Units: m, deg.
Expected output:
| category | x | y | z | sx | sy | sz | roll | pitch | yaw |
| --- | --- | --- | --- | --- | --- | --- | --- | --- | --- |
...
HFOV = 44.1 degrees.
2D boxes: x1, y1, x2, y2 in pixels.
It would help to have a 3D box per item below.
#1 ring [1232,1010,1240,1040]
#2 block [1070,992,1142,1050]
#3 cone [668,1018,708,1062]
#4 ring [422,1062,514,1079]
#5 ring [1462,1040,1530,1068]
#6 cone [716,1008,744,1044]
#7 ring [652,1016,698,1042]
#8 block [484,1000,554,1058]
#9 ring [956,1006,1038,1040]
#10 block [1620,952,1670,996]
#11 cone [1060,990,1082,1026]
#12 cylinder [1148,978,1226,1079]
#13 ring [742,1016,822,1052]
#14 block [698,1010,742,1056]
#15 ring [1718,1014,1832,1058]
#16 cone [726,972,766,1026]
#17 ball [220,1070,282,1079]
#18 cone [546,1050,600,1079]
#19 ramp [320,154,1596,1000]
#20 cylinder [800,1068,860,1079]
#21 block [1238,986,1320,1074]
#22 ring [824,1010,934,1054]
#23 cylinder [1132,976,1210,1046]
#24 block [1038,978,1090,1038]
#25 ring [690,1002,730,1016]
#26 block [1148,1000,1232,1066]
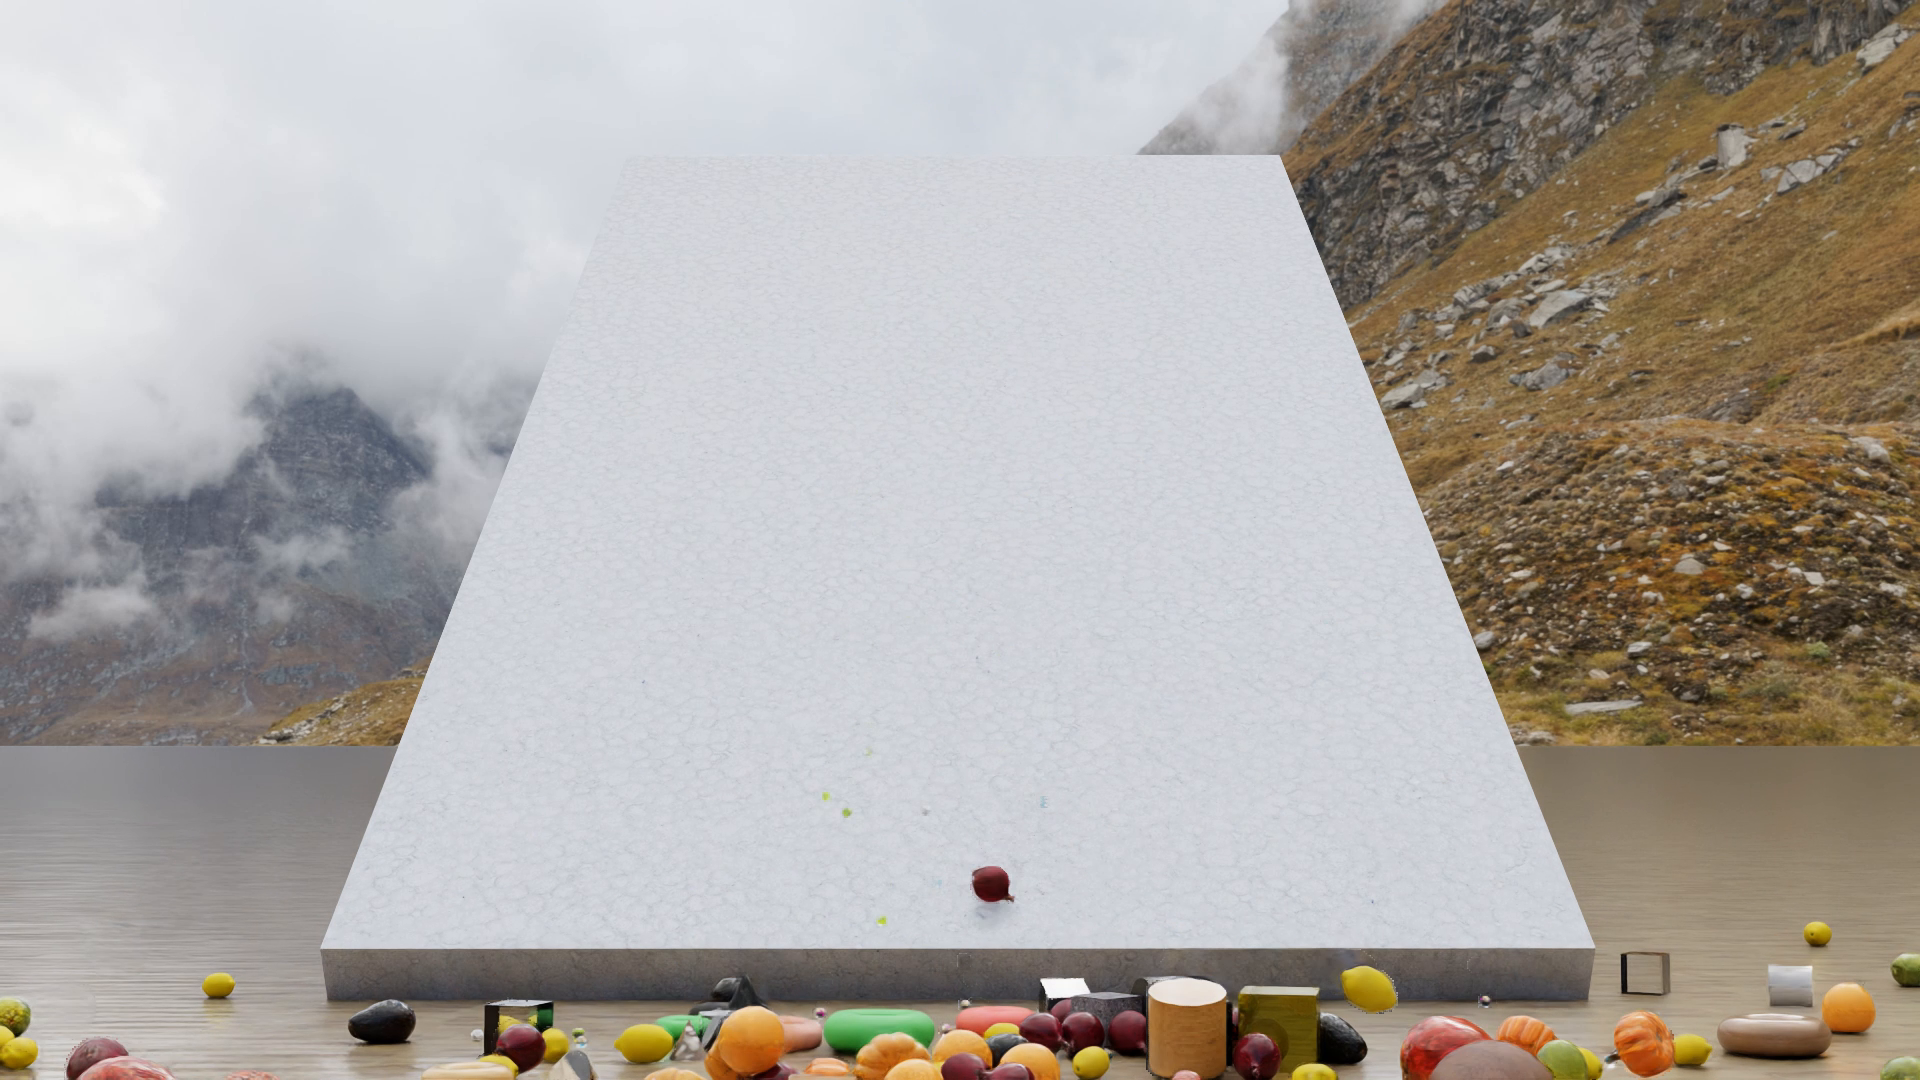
| category | x | y | z | sx | sy | sz | roll | pitch | yaw |
| --- | --- | --- | --- | --- | --- | --- | --- | --- | --- |
| ring | 0.372 | 0.675 | 3.302 | 0.093 | 0.031 | 0.093 | -1 | -3 | 0 |
| block | 0.197 | 0.648 | 3.196 | 0.067 | 0.067 | 0.067 | 4 | -6 | -40 |
| cone | -0.351 | 0.645 | 3.071 | 0.052 | 0.052 | 0.052 | 0 | -5 | 0 |
| ring | -0.570 | 0.626 | 2.741 | 0.108 | 0.036 | 0.108 | -1 | -6 | 0 |
| ring | 0.679 | 0.652 | 3.006 | 0.087 | 0.029 | 0.087 | 0 | -6 | 0 |
| cone | -0.313 | 0.670 | 3.209 | 0.056 | 0.056 | 0.056 | 28 | -11 | -11 |
| ring | -0.380 | 0.674 | 3.269 | 0.087 | 0.029 | 0.087 | 1 | -4 | 0 |
| block | -0.581 | 0.643 | 3.125 | 0.065 | 0.065 | 0.065 | -2 | -5 | 20 |
| ring | 0.051 | 0.672 | 3.302 | 0.114 | 0.038 | 0.114 | -1 | -6 | 0 |
| block | 1.117 | 0.706 | 3.866 | 0.064 | 0.064 | 0.064 | -3 | -6 | 30 |
| cone | 0.158 | 0.690 | 3.435 | 0.054 | 0.054 | 0.054 | -4 | 20 | 41 |
| cylinder | 0.279 | 0.599 | 2.908 | 0.095 | 0.095 | 0.095 | -1 | 9 | 0 |
| ring | -0.239 | 0.661 | 3.176 | 0.112 | 0.037 | 0.112 | 4 | -3 | 0 |
| block | -0.317 | 0.650 | 3.130 | 0.052 | 0.052 | 0.052 | 1 | -5 | -12 |
| ring | 1.071 | 0.652 | 3.121 | 0.144 | 0.048 | 0.144 | -1 | -6 | 0 |
| cone | -0.296 | 0.641 | 3.265 | 0.092 | 0.092 | 0.092 | 0 | -5 | 0 |
| ball | -0.676 | 0.553 | 2.251 | 0.098 | 0.098 | 0.098 | 0 | -5 | 0 |
| cone | -0.415 | 0.620 | 2.659 | 0.072 | 0.072 | 0.072 | -5 | -33 | 43 |
| ramp | -0.011 | -0.226 | 5.523 | 2.000 | 0.100 | 4.000 | 0 | 27 | 0 |
| cylinder | -0.139 | 0.581 | 2.420 | 0.070 | 0.070 | 0.070 | -14 | -8 | 12 |
| block | 0.404 | 0.616 | 2.990 | 0.096 | 0.096 | 0.096 | -1 | -5 | 11 |
| ring | -0.107 | 0.653 | 3.153 | 0.149 | 0.050 | 0.149 | 0 | -6 | 0 |
| cylinder | 0.289 | 0.637 | 3.209 | 0.091 | 0.091 | 0.091 | 2 | -5 | -18 |
| block | 0.146 | 0.652 | 3.301 | 0.061 | 0.061 | 0.061 | 1 | 13 | -9 |
| ring | -0.328 | 0.672 | 3.344 | 0.108 | 0.036 | 0.108 | 1 | -14 | 0 |
| block | 0.294 | 0.628 | 3.032 | 0.079 | 0.079 | 0.079 | 2 | -5 | -21 |
